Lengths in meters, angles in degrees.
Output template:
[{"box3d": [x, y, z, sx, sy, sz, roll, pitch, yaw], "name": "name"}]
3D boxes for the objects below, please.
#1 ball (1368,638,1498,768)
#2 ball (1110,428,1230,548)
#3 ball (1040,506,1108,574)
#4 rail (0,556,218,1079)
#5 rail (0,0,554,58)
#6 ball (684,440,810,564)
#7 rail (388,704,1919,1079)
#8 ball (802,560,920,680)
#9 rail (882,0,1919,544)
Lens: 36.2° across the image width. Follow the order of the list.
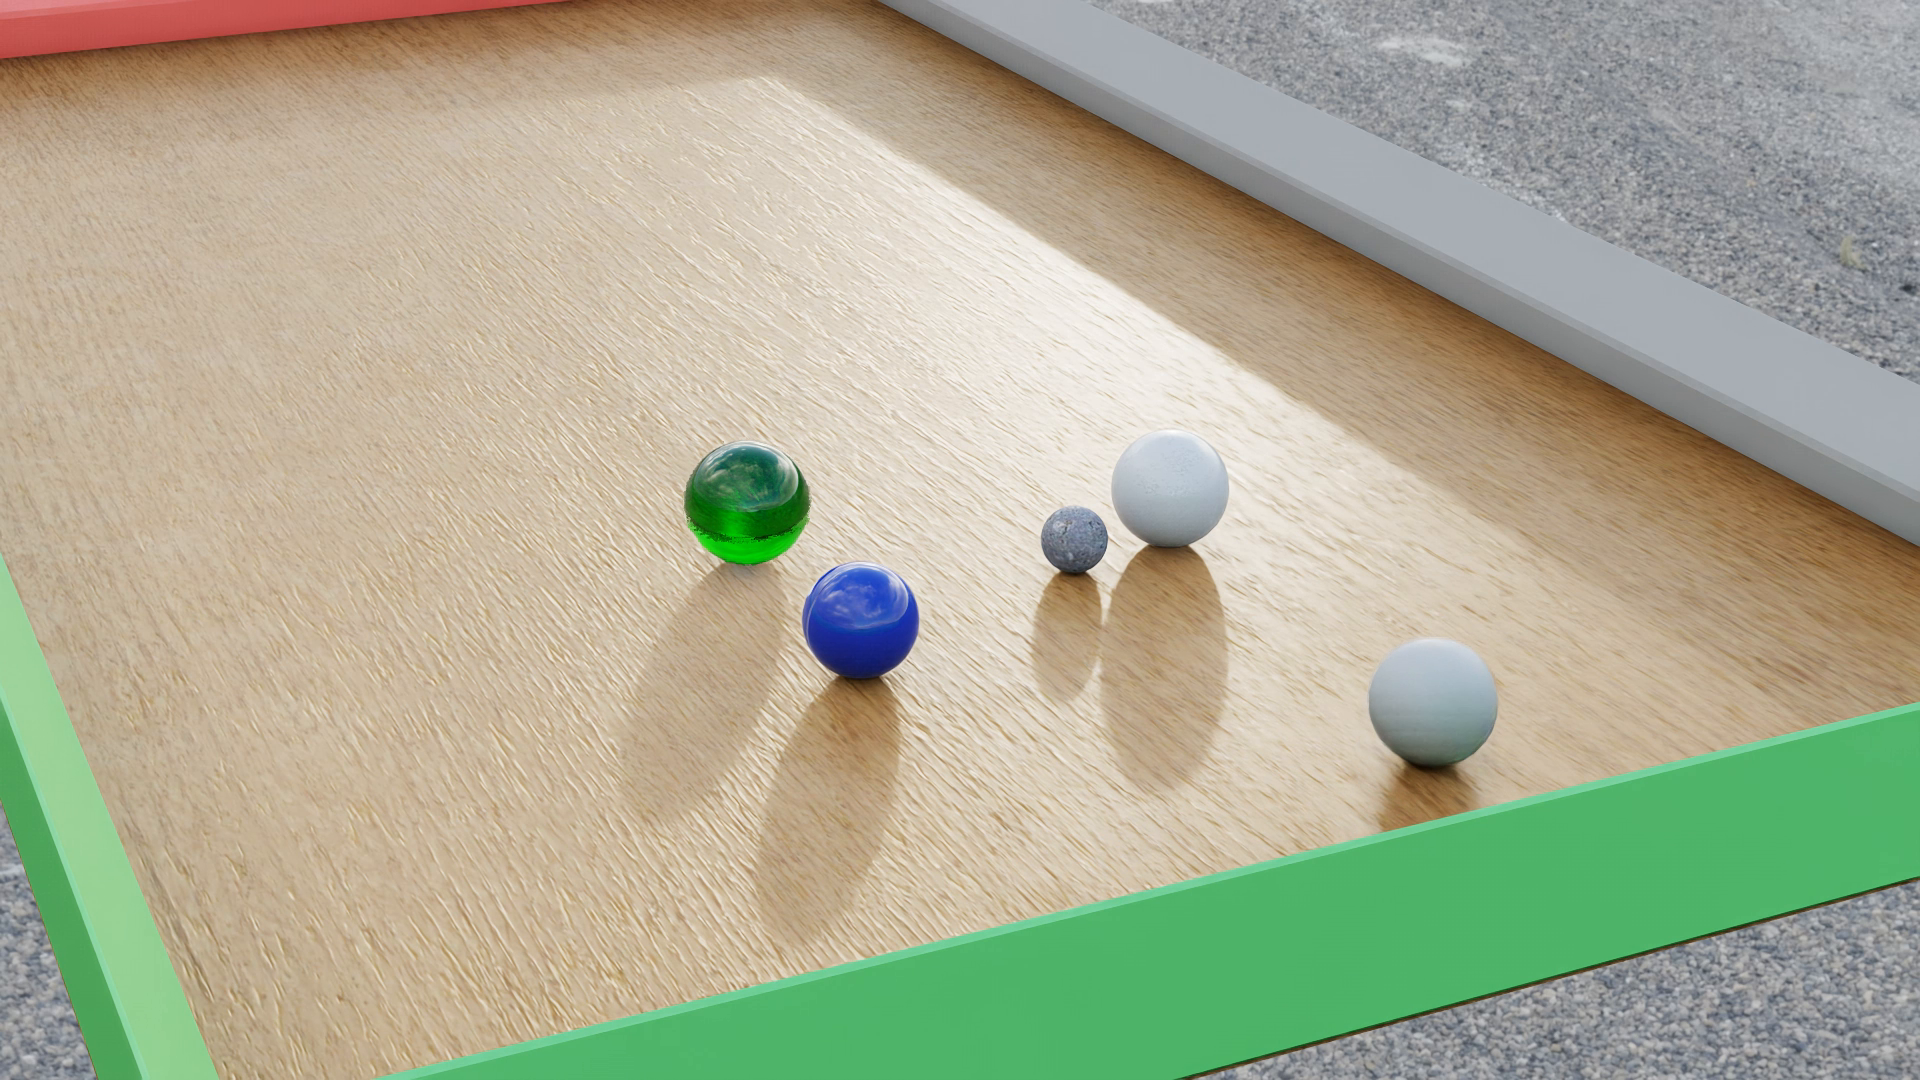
[{"box3d": [0.315, 0.108, 1.959, 0.086, 0.086, 0.086, 0, 24, 0], "name": "ball"}, {"box3d": [0.164, -0.040, 2.291, 0.093, 0.093, 0.093, 0, 24, 0], "name": "ball"}, {"box3d": [0.088, -0.001, 2.251, 0.052, 0.052, 0.052, 0, 24, 0], "name": "ball"}, {"box3d": [-0.903, -0.145, 2.490, 0.045, 0.125, 2.625, -11, 26, -23], "name": "rail"}, {"box3d": [-0.822, -0.728, 3.828, 1.427, 0.125, 0.045, -11, 26, -23], "name": "rail"}, {"box3d": [-0.163, -0.029, 2.262, 0.096, 0.096, 0.096, 0, 24, 0], "name": "ball"}, {"box3d": [0.267, 0.204, 1.687, 1.427, 0.125, 0.045, -11, 26, -23], "name": "rail"}, {"box3d": [-0.070, 0.057, 2.080, 0.084, 0.084, 0.084, 0, 24, 0], "name": "ball"}, {"box3d": [0.348, -0.378, 3.025, 0.045, 0.125, 2.625, -11, 26, -23], "name": "rail"}]
